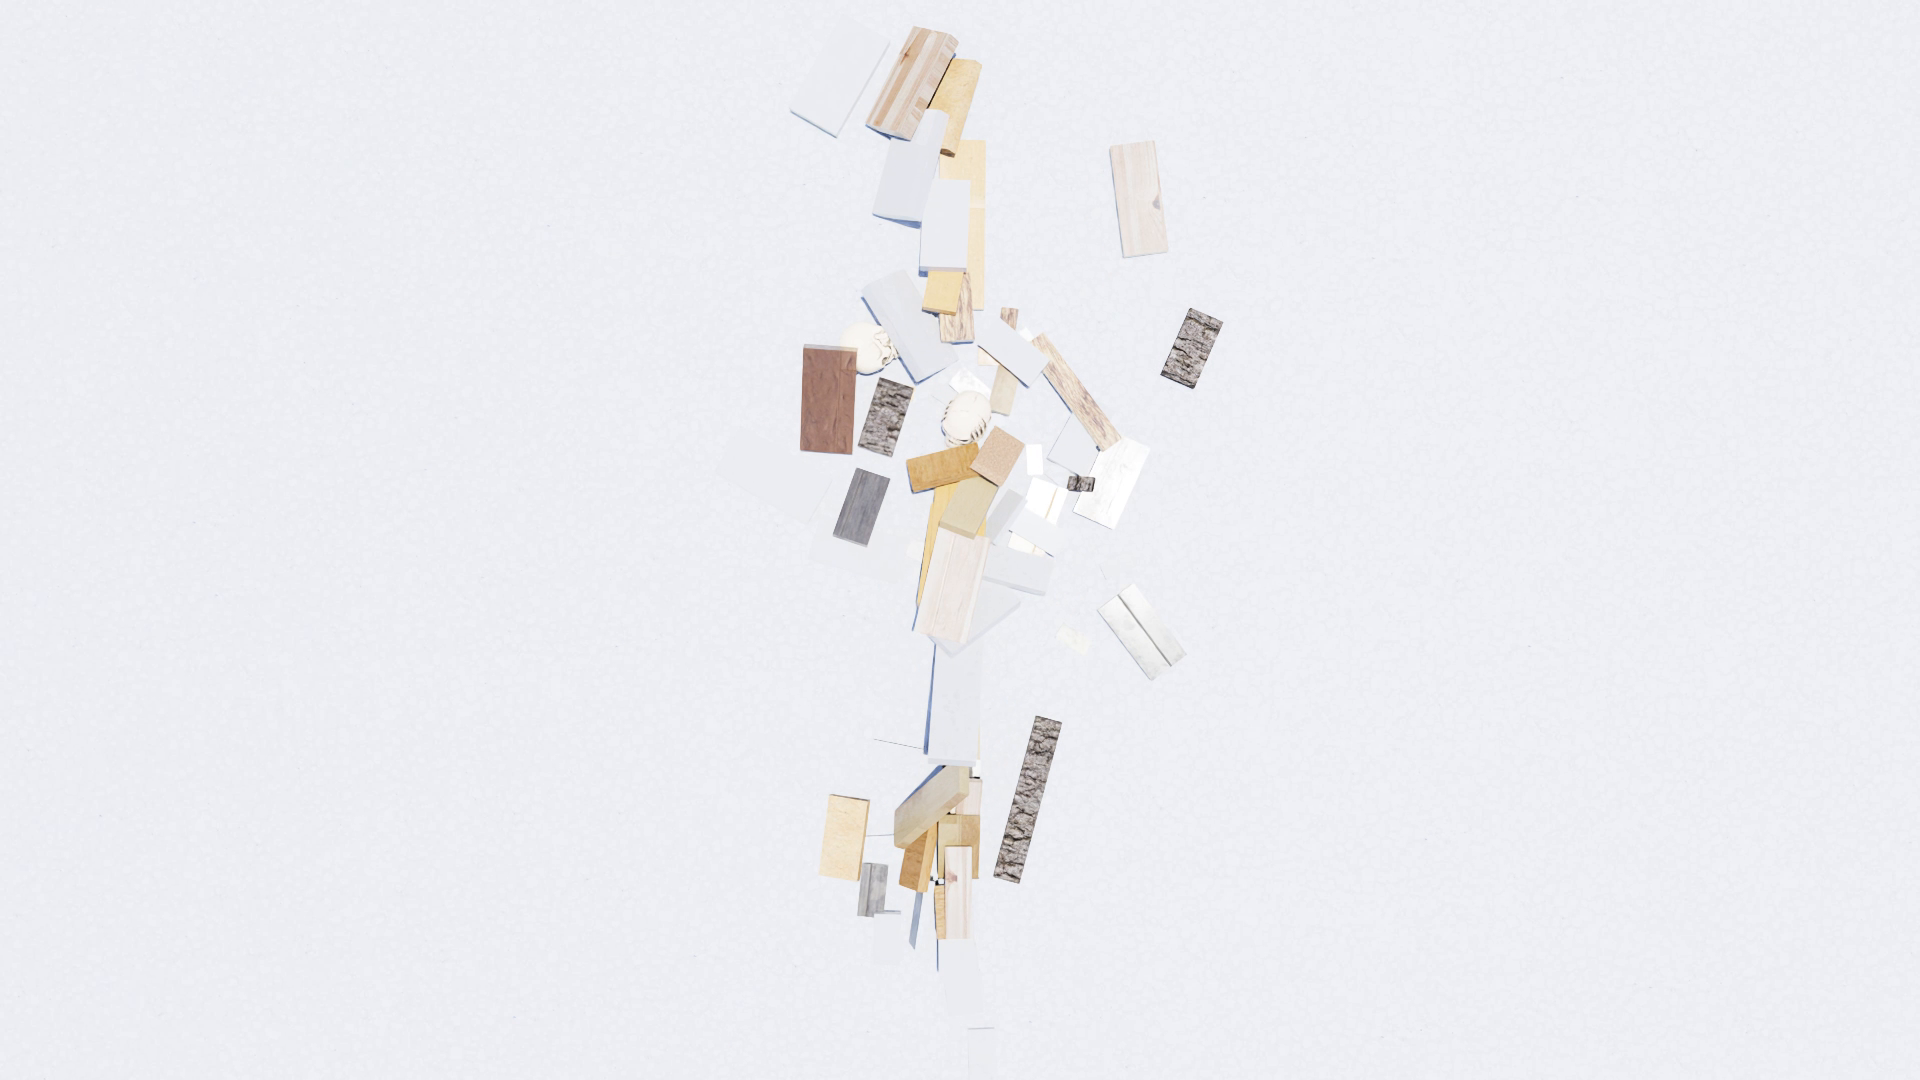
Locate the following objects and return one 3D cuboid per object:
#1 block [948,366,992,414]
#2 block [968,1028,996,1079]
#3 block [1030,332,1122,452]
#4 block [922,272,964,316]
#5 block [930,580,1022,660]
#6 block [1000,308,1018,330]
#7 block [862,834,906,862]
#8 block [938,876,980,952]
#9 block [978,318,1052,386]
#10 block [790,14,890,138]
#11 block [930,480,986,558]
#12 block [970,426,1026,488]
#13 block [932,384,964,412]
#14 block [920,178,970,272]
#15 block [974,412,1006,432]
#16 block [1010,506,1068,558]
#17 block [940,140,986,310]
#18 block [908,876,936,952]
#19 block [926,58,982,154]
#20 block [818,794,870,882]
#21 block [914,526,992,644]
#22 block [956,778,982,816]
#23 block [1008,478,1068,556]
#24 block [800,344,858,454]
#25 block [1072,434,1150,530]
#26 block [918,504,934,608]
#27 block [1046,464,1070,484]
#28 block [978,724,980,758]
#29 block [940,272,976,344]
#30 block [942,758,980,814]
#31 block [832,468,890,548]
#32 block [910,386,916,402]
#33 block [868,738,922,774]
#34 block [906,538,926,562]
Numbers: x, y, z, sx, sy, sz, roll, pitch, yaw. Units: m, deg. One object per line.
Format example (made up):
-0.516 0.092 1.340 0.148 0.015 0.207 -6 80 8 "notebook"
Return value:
0.044 -0.498 5.489 0.156 0.022 0.078 42 90 0 "block"
0.073 1.713 5.488 0.088 0.025 0.176 -2 90 0 "block"
0.374 -0.489 5.455 0.078 0.022 0.439 -36 85 -4 "block"
-0.048 -0.855 5.405 0.111 0.031 0.222 10 78 3 "block"
0.036 0.242 5.394 0.305 0.043 0.153 -36 66 -23 "block"
0.158 -0.715 5.483 0.056 0.016 0.113 9 90 19 "block"
-0.248 1.025 5.488 0.170 0.024 0.085 -3 90 0 "block"
-0.004 1.249 5.443 0.134 0.038 0.267 0 90 0 "block"
0.180 -0.621 5.450 0.222 0.031 0.111 40 98 7 "block"
-0.398 -1.540 5.475 0.180 0.051 0.359 30 90 0 "block"
0.002 -0.108 5.414 0.173 0.049 0.347 4 70 2 "block"
0.125 -0.276 5.391 0.121 0.241 0.034 32 126 -2 "block"
-0.042 -0.475 5.493 0.098 0.014 0.049 35 90 0 "block"
-0.048 -1.031 5.404 0.152 0.043 0.304 2 78 1 "block"
0.098 -0.392 5.493 0.098 0.014 0.049 -13 90 0 "block"
0.260 -0.029 5.452 0.182 0.026 0.091 31 90 0 "block"
0.007 -1.045 5.478 0.152 0.043 0.558 0 90 0 "block"
-0.126 1.227 5.440 0.033 0.116 0.232 9 90 -12 "block"
-0.040 -1.433 5.435 0.152 0.043 0.304 17 90 39 "block"
-0.383 0.987 5.467 0.133 0.038 0.266 8 90 13 "block"
-0.023 0.146 5.300 0.173 0.049 0.346 13 86 3 "block"
0.028 0.838 5.296 0.078 0.022 0.156 4 114 -2 "block"
0.258 -0.072 5.483 0.122 0.035 0.245 21 90 0 "block"
-0.430 -0.462 5.410 0.175 0.050 0.351 4 113 0 "block"
0.503 -0.199 5.479 0.148 0.042 0.295 24 90 0 "block"
-0.030 0.058 5.406 0.173 0.049 0.347 7 70 3 "block"
0.343 -0.245 5.492 0.058 0.016 0.116 40 90 0 "block"
0.003 0.630 5.451 0.124 0.035 0.248 0 75 0 "block"
-0.014 -0.765 5.432 0.111 0.031 0.222 -4 85 0 "block"
0.004 0.840 5.381 0.124 0.035 0.248 1 88 0 "block"
-0.325 -0.108 5.454 0.121 0.034 0.241 18 76 1 "block"
-0.200 -0.494 5.493 0.098 0.014 0.049 12 90 0 "block"
-0.214 0.720 5.488 0.166 0.023 0.083 11 90 0 "block"
-0.113 0.049 5.491 0.125 0.018 0.063 25 90 0 "block"
